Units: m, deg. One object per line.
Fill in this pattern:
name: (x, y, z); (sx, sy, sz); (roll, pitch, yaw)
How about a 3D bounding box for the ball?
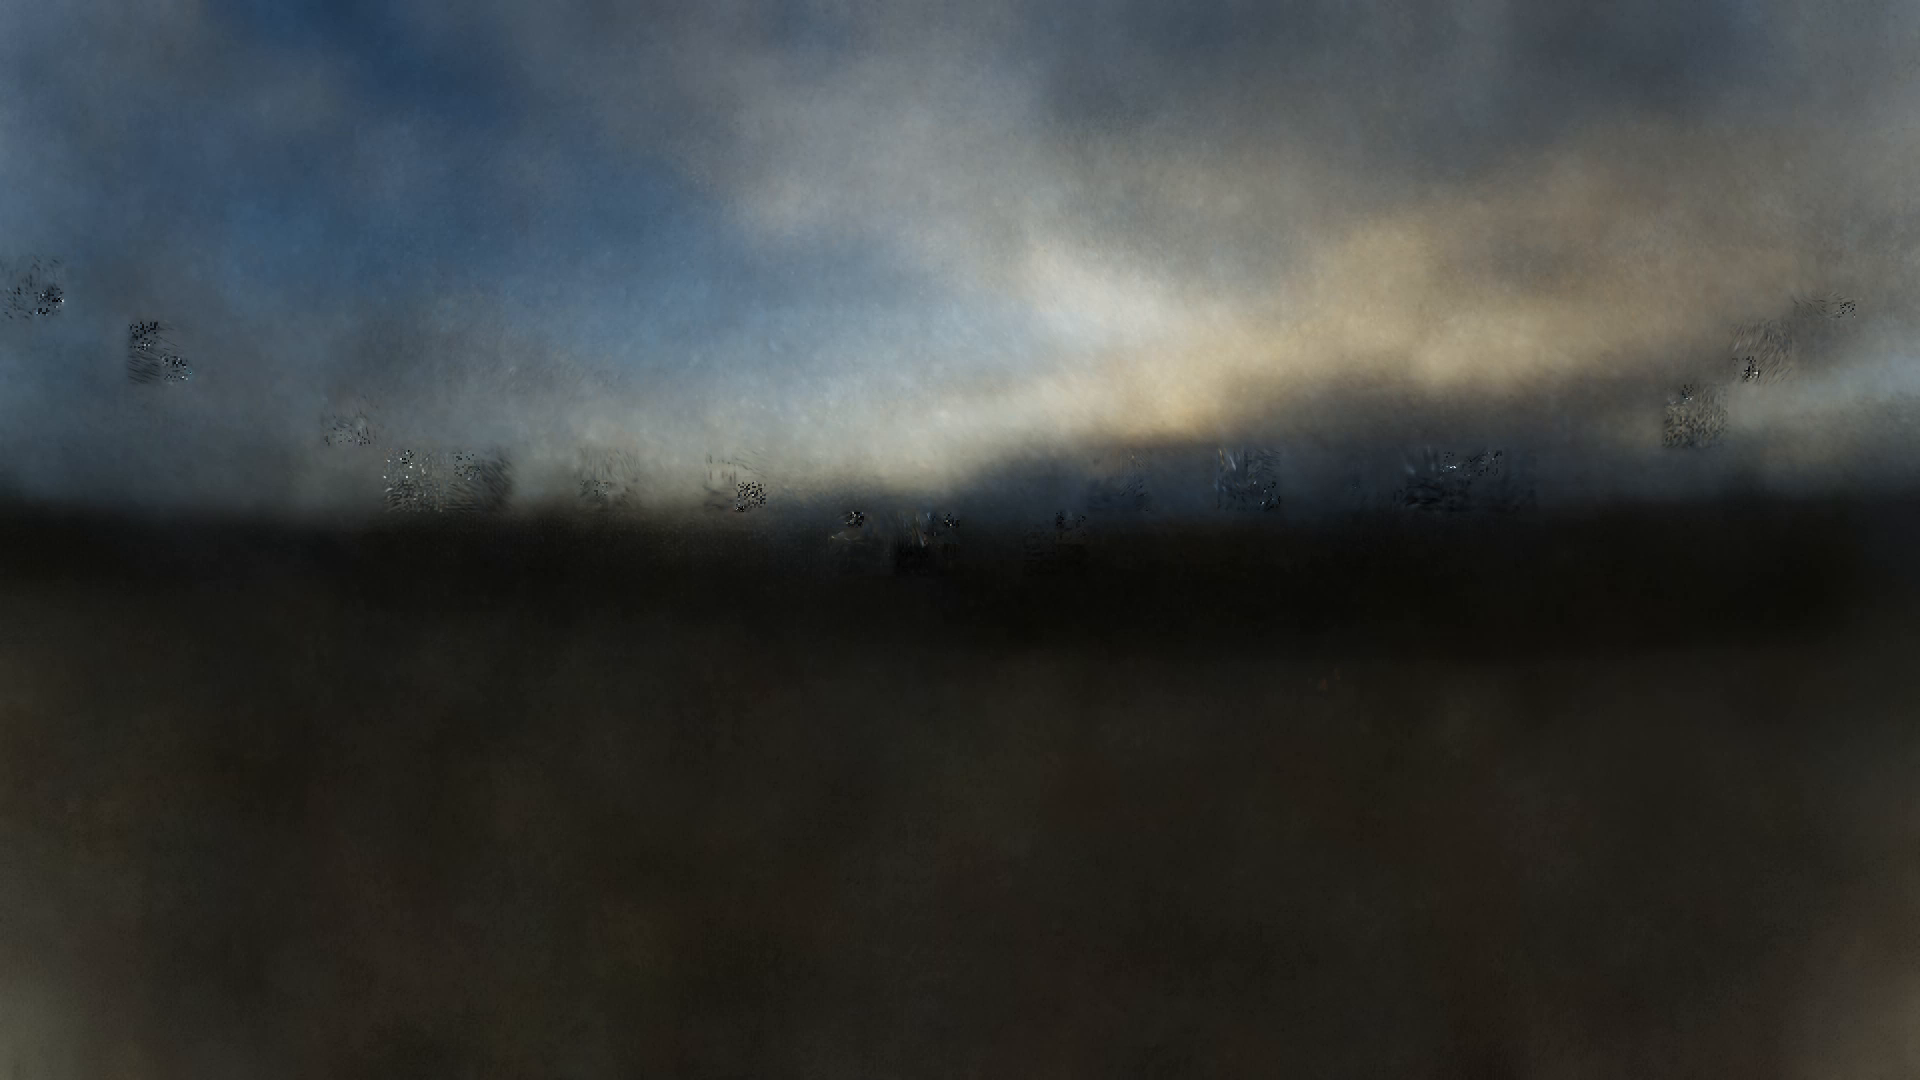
ball: (0.000, -0.002, 0.056); (0.080, 0.080, 0.080); (0, 4, 0)
